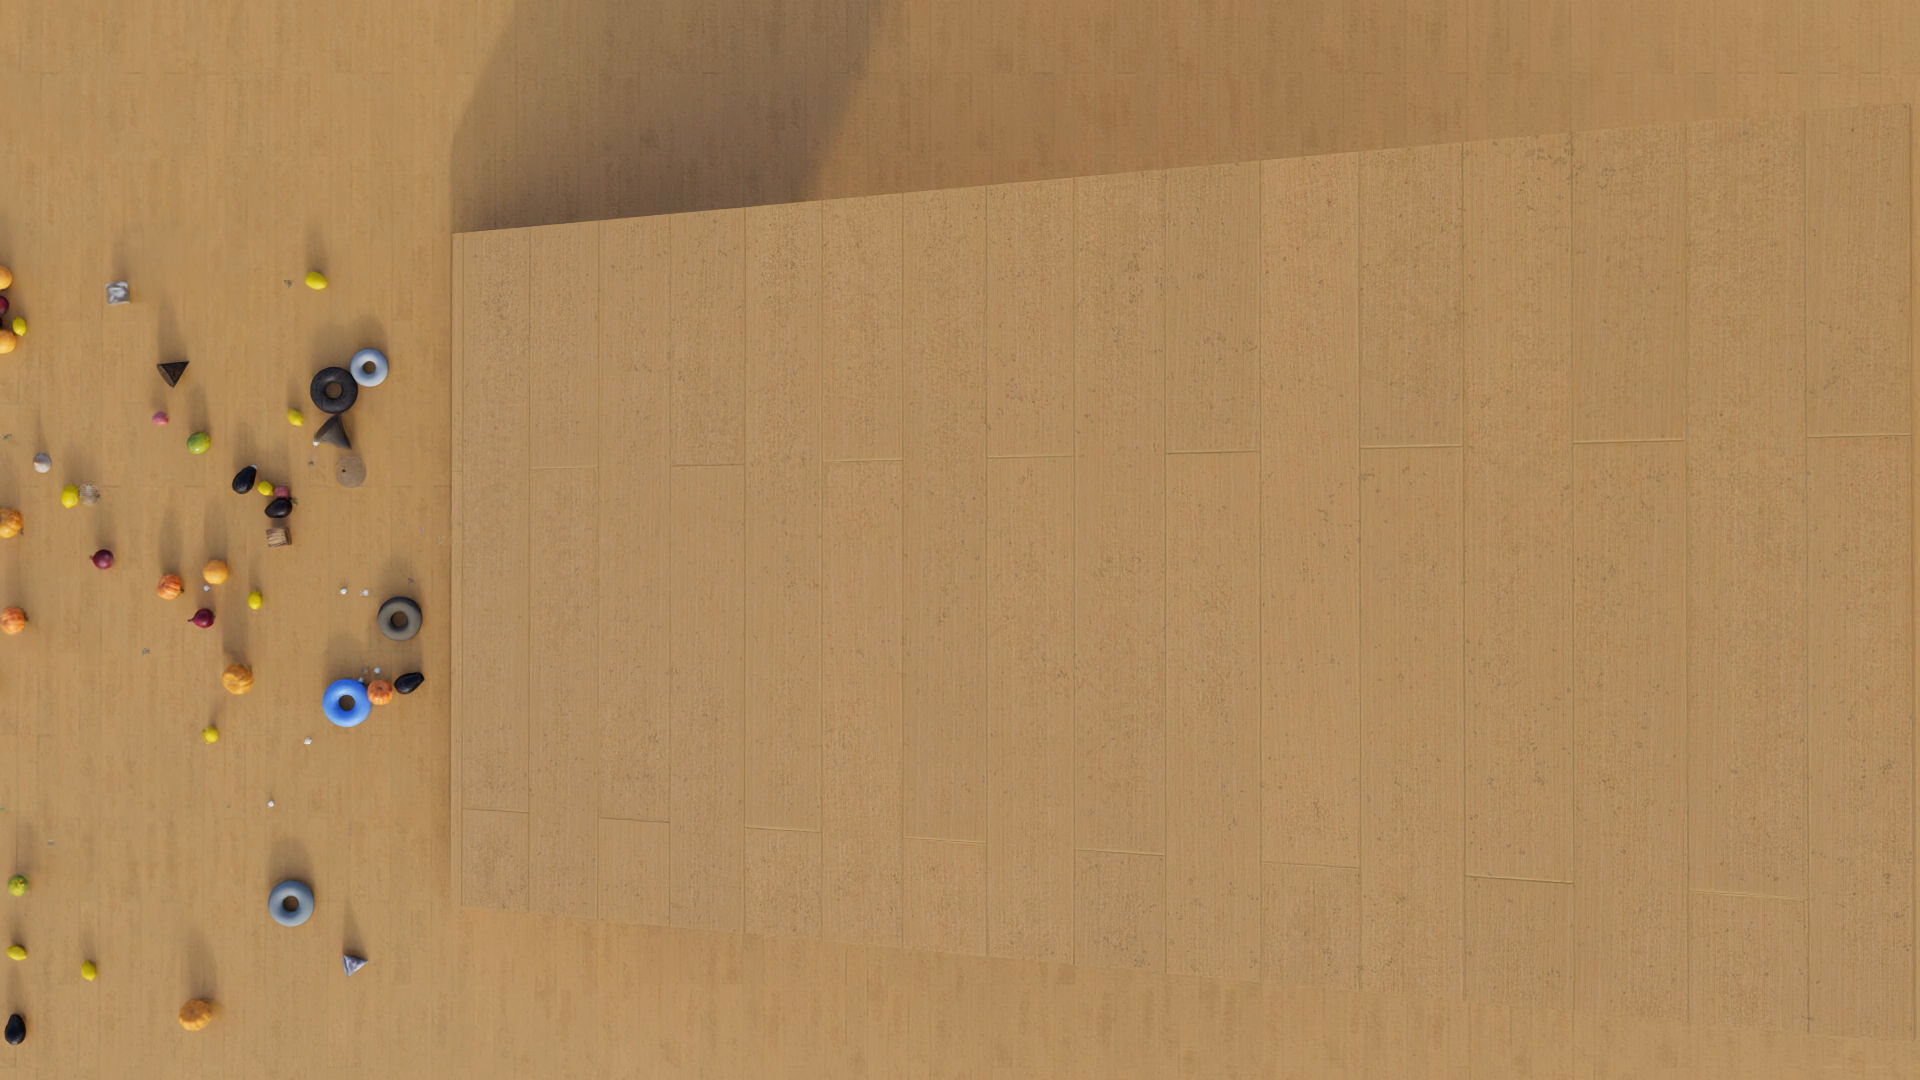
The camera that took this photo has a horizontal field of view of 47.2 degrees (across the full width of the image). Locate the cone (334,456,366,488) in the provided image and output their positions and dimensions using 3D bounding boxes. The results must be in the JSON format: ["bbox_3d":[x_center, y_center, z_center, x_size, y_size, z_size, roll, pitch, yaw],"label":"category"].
[{"bbox_3d":[-1.839,-0.205,6.589,0.096,0.096,0.096,0,89,0],"label":"cone"}]

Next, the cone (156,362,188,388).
[{"bbox_3d":[-2.356,-0.516,6.621,0.085,0.085,0.085,-39,89,-27],"label":"cone"}]

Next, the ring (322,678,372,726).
[{"bbox_3d":[-1.842,0.489,6.606,0.145,0.048,0.145,0,90,-1],"label":"ring"}]

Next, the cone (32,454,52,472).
[{"bbox_3d":[-2.770,-0.232,6.608,0.058,0.058,0.058,0,89,0],"label":"cone"}]

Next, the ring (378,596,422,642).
[{"bbox_3d":[-1.684,0.237,6.610,0.135,0.045,0.135,0,88,-1],"label":"ring"}]

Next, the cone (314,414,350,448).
[{"bbox_3d":[-1.868,-0.308,6.616,0.100,0.100,0.100,-44,116,0],"label":"cone"}]

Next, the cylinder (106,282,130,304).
[{"bbox_3d":[-2.532,-0.741,6.613,0.059,0.059,0.059,-8,89,0],"label":"cylinder"}]

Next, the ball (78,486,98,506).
[{"bbox_3d":[-2.618,-0.133,6.608,0.056,0.056,0.056,0,89,0],"label":"ball"}]

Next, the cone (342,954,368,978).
[{"bbox_3d":[-1.811,1.272,6.606,0.071,0.071,0.071,-11,89,-27],"label":"cone"}]

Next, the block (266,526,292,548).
[{"bbox_3d":[-2.047,-0.008,6.608,0.055,0.055,0.055,-10,89,0],"label":"block"}]

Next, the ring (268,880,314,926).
[{"bbox_3d":[-2.007,1.091,6.601,0.139,0.046,0.139,0,88,0],"label":"ring"}]

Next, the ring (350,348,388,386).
[{"bbox_3d":[-1.778,-0.519,6.621,0.116,0.039,0.116,0,90,-1],"label":"ring"}]

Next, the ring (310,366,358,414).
[{"bbox_3d":[-1.883,-0.450,6.616,0.143,0.048,0.143,0,90,-1],"label":"ring"}]

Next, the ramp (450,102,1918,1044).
[{"bbox_3d":[0.276,0.078,5.651,4.000,0.100,2.000,0,89,28],"label":"ramp"}]
